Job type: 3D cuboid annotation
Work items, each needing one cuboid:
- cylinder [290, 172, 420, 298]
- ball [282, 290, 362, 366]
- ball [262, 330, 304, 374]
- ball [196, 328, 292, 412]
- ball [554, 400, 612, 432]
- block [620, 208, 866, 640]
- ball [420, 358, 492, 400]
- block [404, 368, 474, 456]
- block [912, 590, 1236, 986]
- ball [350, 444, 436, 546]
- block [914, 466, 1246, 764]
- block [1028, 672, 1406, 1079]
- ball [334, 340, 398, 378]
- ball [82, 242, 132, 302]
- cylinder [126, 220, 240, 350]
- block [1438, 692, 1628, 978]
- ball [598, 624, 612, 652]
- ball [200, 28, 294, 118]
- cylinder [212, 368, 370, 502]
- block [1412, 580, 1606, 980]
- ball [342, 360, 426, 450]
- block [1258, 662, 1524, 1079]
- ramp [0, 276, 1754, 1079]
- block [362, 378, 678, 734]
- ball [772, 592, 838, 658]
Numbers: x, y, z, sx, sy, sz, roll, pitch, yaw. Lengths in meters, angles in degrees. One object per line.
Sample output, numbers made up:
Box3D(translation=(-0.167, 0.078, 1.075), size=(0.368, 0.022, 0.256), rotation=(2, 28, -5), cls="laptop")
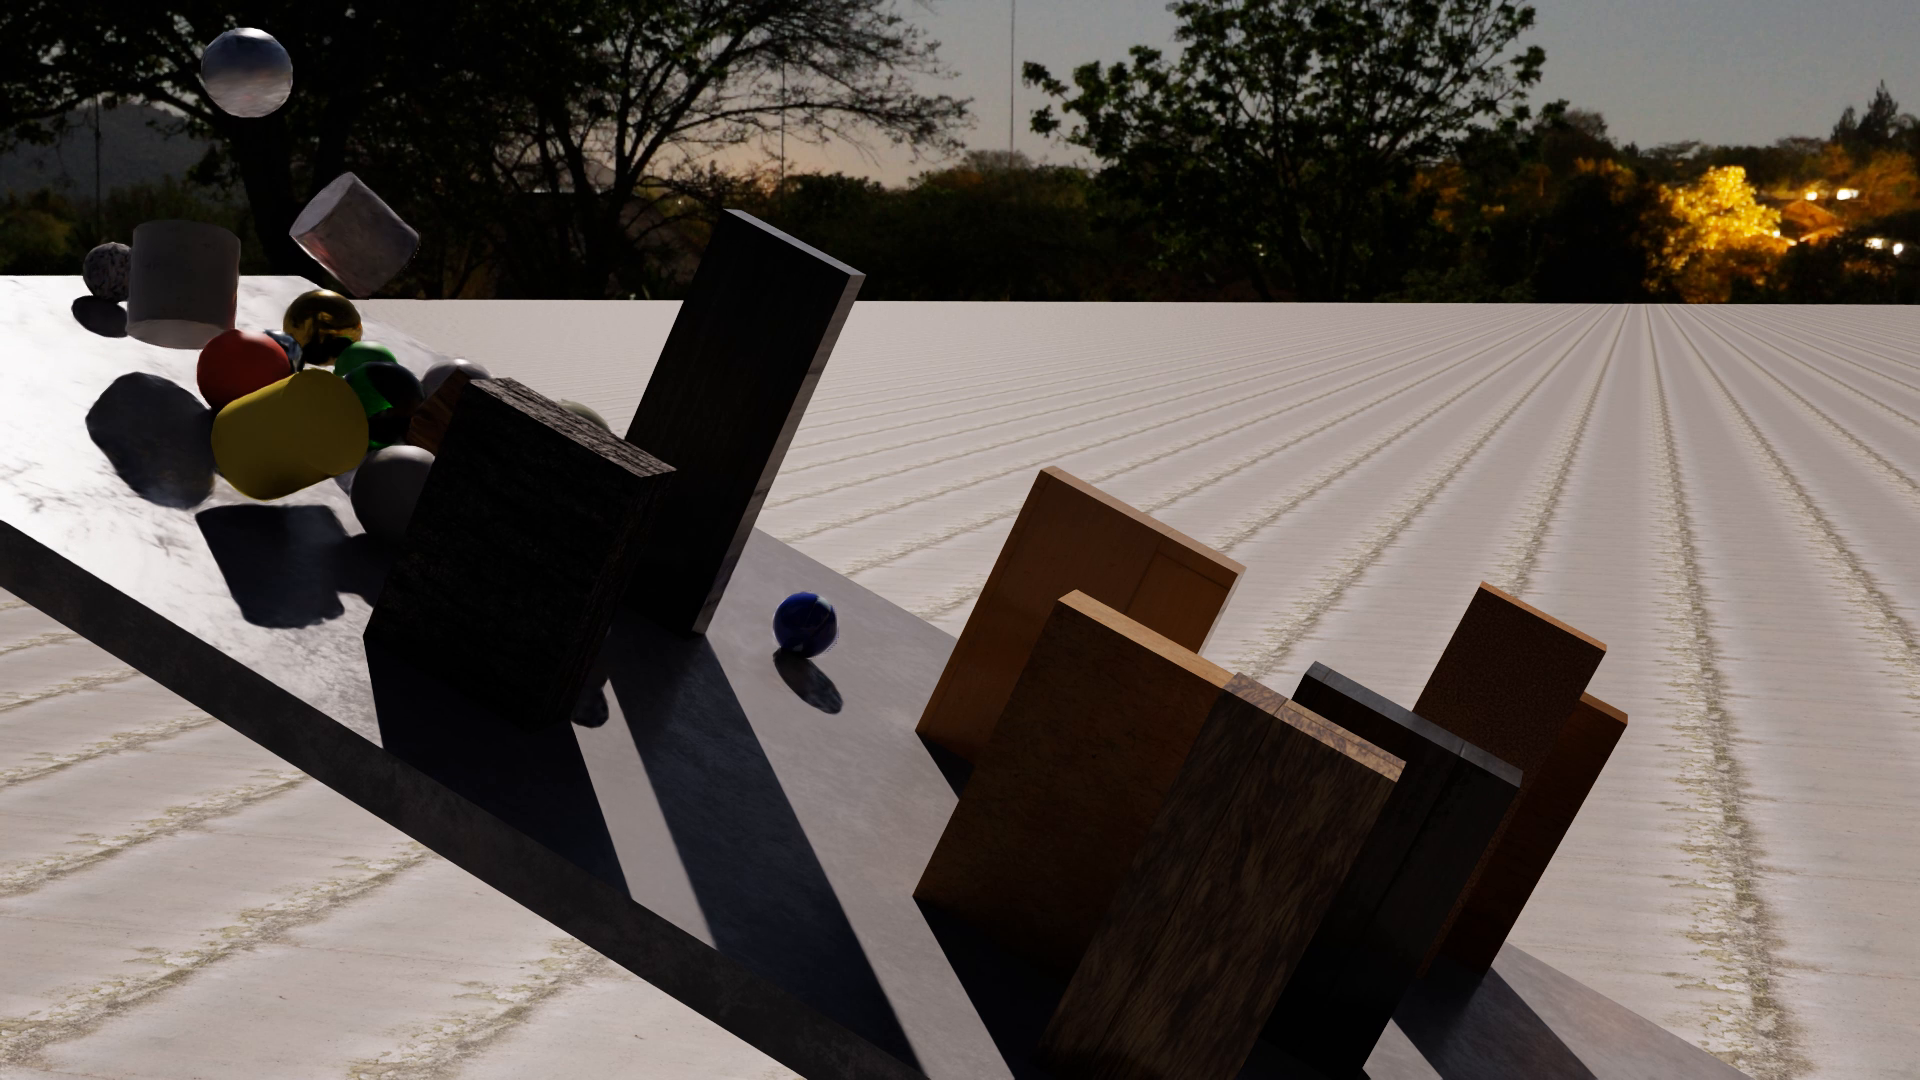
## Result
Box3D(translation=(-1.223, -0.615, 4.443), size=(0.179, 0.179, 0.179), rotation=(46, -20, -30), cls="cylinder")
Box3D(translation=(-1.393, -0.463, 4.804), size=(0.169, 0.169, 0.169), rotation=(0, 7, 0), cls="ball")
Box3D(translation=(-1.429, -0.375, 4.577), size=(0.126, 0.126, 0.126), rotation=(0, 7, 0), cls="ball")
Box3D(translation=(-1.406, -0.325, 4.320), size=(0.179, 0.179, 0.179), rotation=(0, 7, 0), cls="ball")
Box3D(translation=(-0.778, -0.173, 4.319), size=(0.203, 0.203, 0.203), rotation=(0, 7, 0), cls="ball")
Box3D(translation=(-0.479, -0.220, 4.277), size=(0.285, 0.790, 0.088), rotation=(28, 14, 12), cls="block")
Box3D(translation=(-1.098, -0.308, 4.805), size=(0.178, 0.178, 0.178), rotation=(0, 7, 0), cls="ball")
Box3D(translation=(-1.009, -0.208, 4.450), size=(0.161, 0.161, 0.161), rotation=(33, 49, -1), cls="block")
Box3D(translation=(0.190, 0.408, 3.599), size=(0.312, 0.563, 0.121), rotation=(28, 14, 12), cls="block")
Box3D(translation=(-1.029, -0.082, 4.064), size=(0.188, 0.188, 0.188), rotation=(0, 7, 0), cls="ball")
Box3D(translation=(0.233, 0.217, 4.330), size=(0.432, 0.591, 0.100), rotation=(28, 14, 12), cls="block")
Box3D(translation=(0.374, 0.549, 3.223), size=(0.274, 0.646, 0.134), rotation=(28, 14, 12), cls="block")
Box3D(translation=(-1.285, -0.362, 4.763), size=(0.138, 0.138, 0.138), rotation=(0, 7, 0), cls="ball")
Box3D(translation=(-1.788, -0.565, 4.649), size=(0.127, 0.127, 0.127), rotation=(0, 7, 0), cls="ball")
Box3D(translation=(-1.541, -0.504, 4.367), size=(0.204, 0.204, 0.204), rotation=(0, -12, 0), cls="cylinder")
Box3D(translation=(1.077, 0.551, 4.548), size=(0.336, 0.608, 0.110), rotation=(28, 14, 12), cls="block")
Box3D(translation=(-0.689, 0.148, 3.917), size=(0.137, 0.137, 0.137), rotation=(0, 7, 0), cls="ball")
Box3D(translation=(-1.530, -1.002, 4.721), size=(0.190, 0.190, 0.190), rotation=(0, 7, 0), cls="ball")
Box3D(translation=(-1.202, -0.188, 3.948), size=(0.194, 0.194, 0.194), rotation=(-17, -3, 33), cls="cylinder")
Box3D(translation=(0.969, 0.476, 4.333), size=(0.265, 0.751, 0.083), rotation=(28, 14, 12), cls="block")
Box3D(translation=(-1.188, -0.276, 4.510), size=(0.186, 0.186, 0.186), rotation=(0, 7, 0), cls="ball")
Box3D(translation=(0.632, 0.565, 3.728), size=(0.389, 0.596, 0.126), rotation=(28, 14, 12), cls="block")
Box3D(translation=(-0.251, 0.425, 4.163), size=(4.000, 0.100, 2.000), rotation=(28, 14, 12), cls="ramp")
Box3D(translation=(-0.724, 0.022, 3.612), size=(0.337, 0.471, 0.141), rotation=(28, 14, 12), cls="block")
Box3D(translation=(-0.317, 0.174, 4.490), size=(0.134, 0.134, 0.134), rotation=(0, 7, 0), cls="ball")
